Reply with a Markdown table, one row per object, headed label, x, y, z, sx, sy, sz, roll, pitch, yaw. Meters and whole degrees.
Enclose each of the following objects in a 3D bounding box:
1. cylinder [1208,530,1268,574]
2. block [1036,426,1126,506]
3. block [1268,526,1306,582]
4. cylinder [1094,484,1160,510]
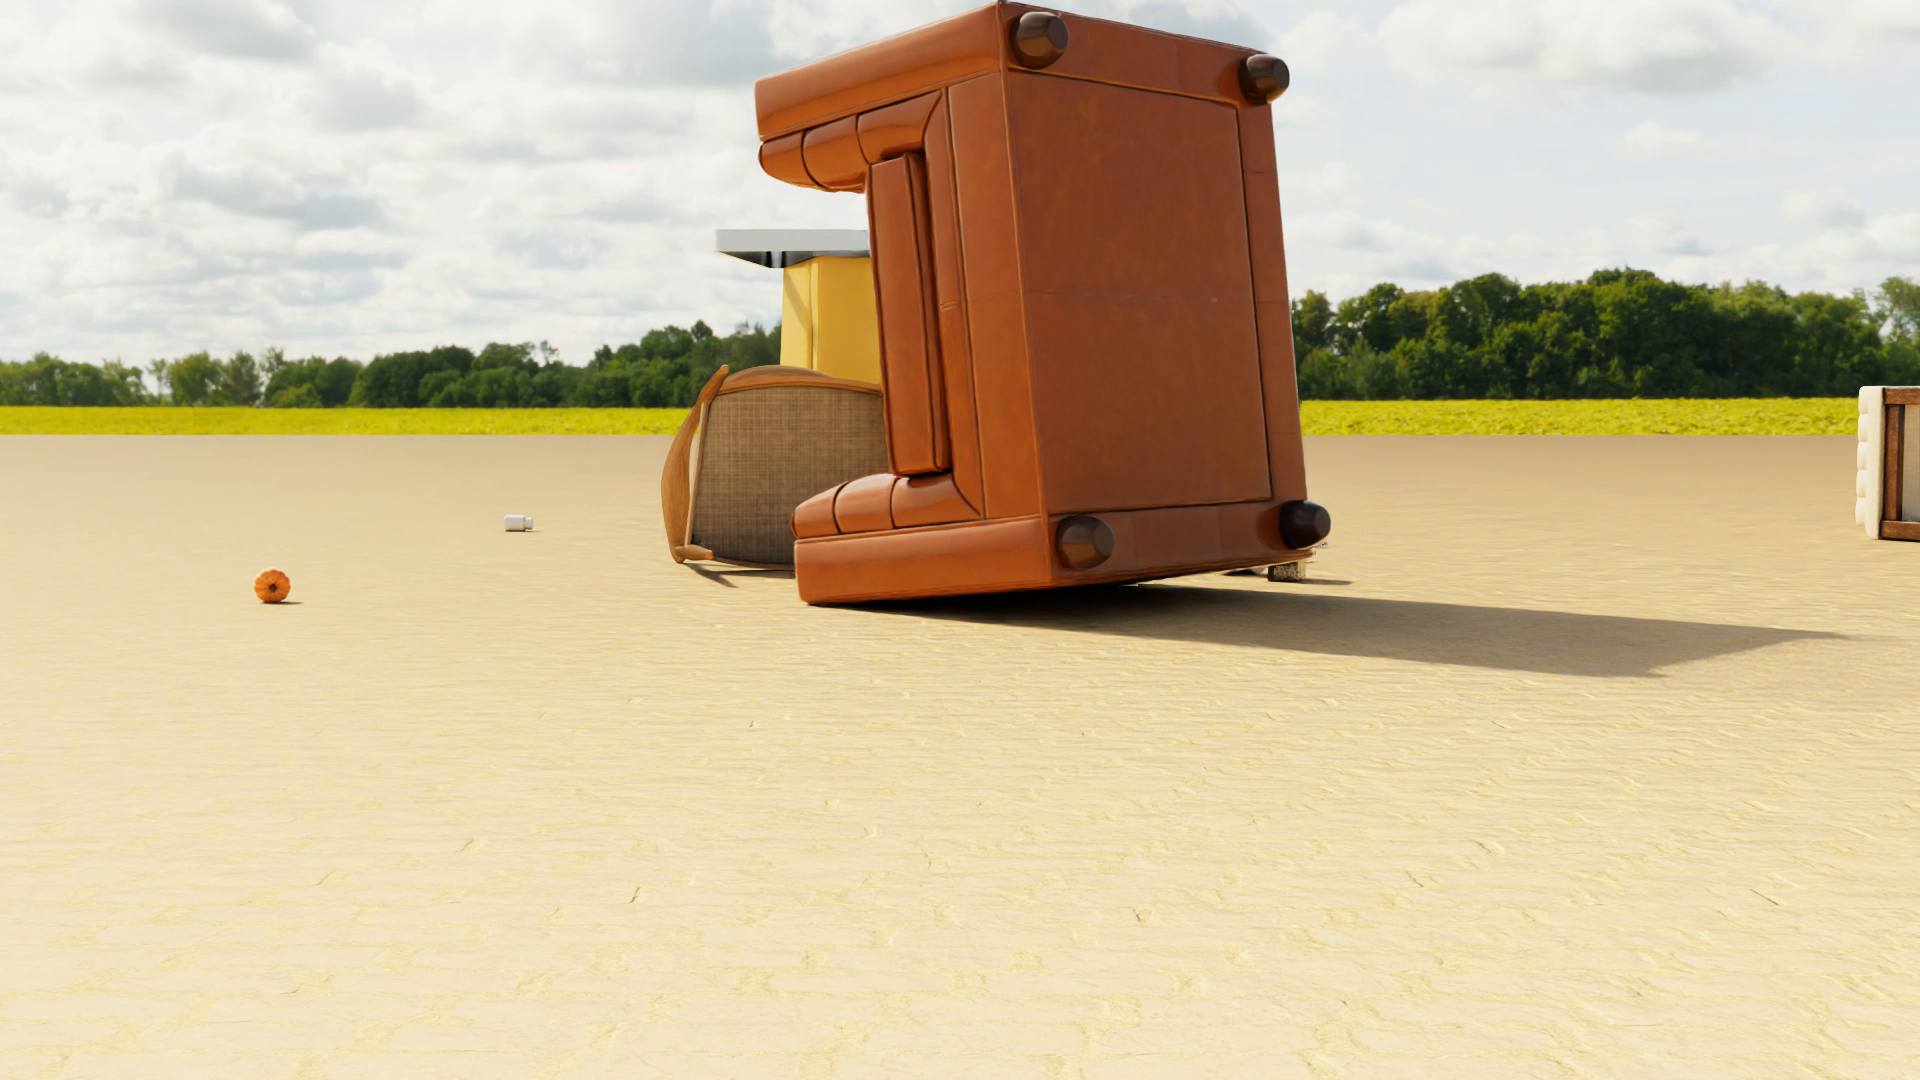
| label | x | y | z | sx | sy | sz | roll | pitch | yaw |
| --- | --- | --- | --- | --- | --- | --- | --- | --- | --- |
| cylinder | 0.678 | 0.029 | 5.352 | 0.099 | 0.100 | 0.137 | 2 | -17 | 32 |
| block | 0.470 | -0.291 | 8.560 | 0.281 | 0.305 | 0.205 | 3 | 5 | 36 |
| block | 0.770 | 0.032 | 5.174 | 0.070 | 0.124 | 0.126 | 1 | 4 | 17 |
| cylinder | 0.621 | -0.159 | 8.152 | 0.201 | 0.094 | 0.145 | 2 | 16 | 26 |
